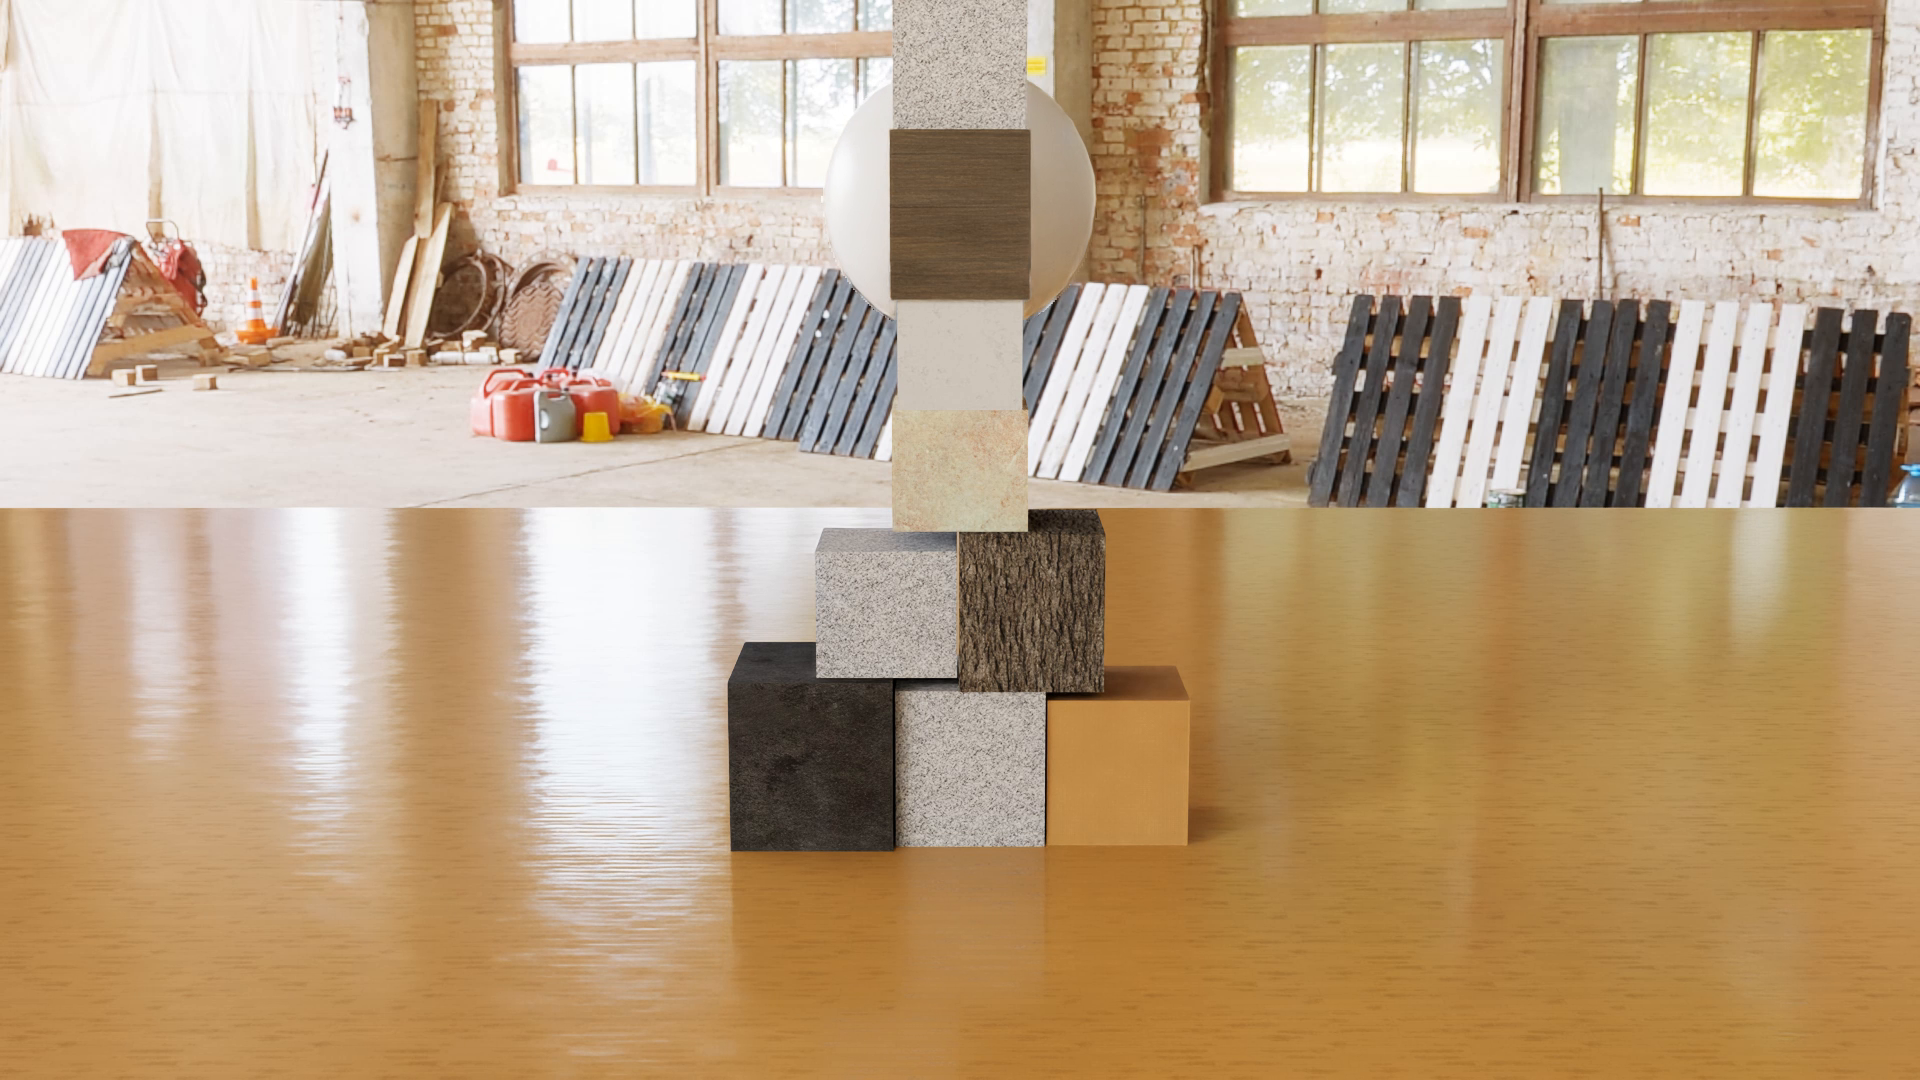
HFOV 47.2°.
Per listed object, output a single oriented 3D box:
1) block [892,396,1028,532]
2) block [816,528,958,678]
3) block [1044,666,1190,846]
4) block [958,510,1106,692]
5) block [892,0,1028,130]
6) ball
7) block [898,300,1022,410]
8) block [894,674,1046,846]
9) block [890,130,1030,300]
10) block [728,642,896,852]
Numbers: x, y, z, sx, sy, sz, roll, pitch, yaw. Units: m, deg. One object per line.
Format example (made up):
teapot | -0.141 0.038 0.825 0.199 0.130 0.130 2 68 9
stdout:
block | 0.000 -0.395 11.117 0.669 0.602 0.643 0 10 0
block | -0.364 0.311 11.224 0.699 0.639 0.679 0 10 0
block | 0.791 1.104 11.394 0.712 0.751 0.744 0 10 0
block | 0.354 0.297 11.216 0.719 0.795 0.753 0 10 0
block | 0.000 -2.322 10.774 0.645 0.609 0.590 0 10 0
ball | 0.000 -1.994 12.926 1.600 1.600 1.600 0 10 0
block | 0.000 -0.954 10.991 0.607 0.542 0.603 0 10 0
block | 0.051 1.077 11.395 0.749 0.804 0.800 0 10 0
block | 0.000 -1.621 10.885 0.675 0.809 0.707 0 10 0
block | -0.740 1.051 11.364 0.814 0.867 0.903 0 10 0
